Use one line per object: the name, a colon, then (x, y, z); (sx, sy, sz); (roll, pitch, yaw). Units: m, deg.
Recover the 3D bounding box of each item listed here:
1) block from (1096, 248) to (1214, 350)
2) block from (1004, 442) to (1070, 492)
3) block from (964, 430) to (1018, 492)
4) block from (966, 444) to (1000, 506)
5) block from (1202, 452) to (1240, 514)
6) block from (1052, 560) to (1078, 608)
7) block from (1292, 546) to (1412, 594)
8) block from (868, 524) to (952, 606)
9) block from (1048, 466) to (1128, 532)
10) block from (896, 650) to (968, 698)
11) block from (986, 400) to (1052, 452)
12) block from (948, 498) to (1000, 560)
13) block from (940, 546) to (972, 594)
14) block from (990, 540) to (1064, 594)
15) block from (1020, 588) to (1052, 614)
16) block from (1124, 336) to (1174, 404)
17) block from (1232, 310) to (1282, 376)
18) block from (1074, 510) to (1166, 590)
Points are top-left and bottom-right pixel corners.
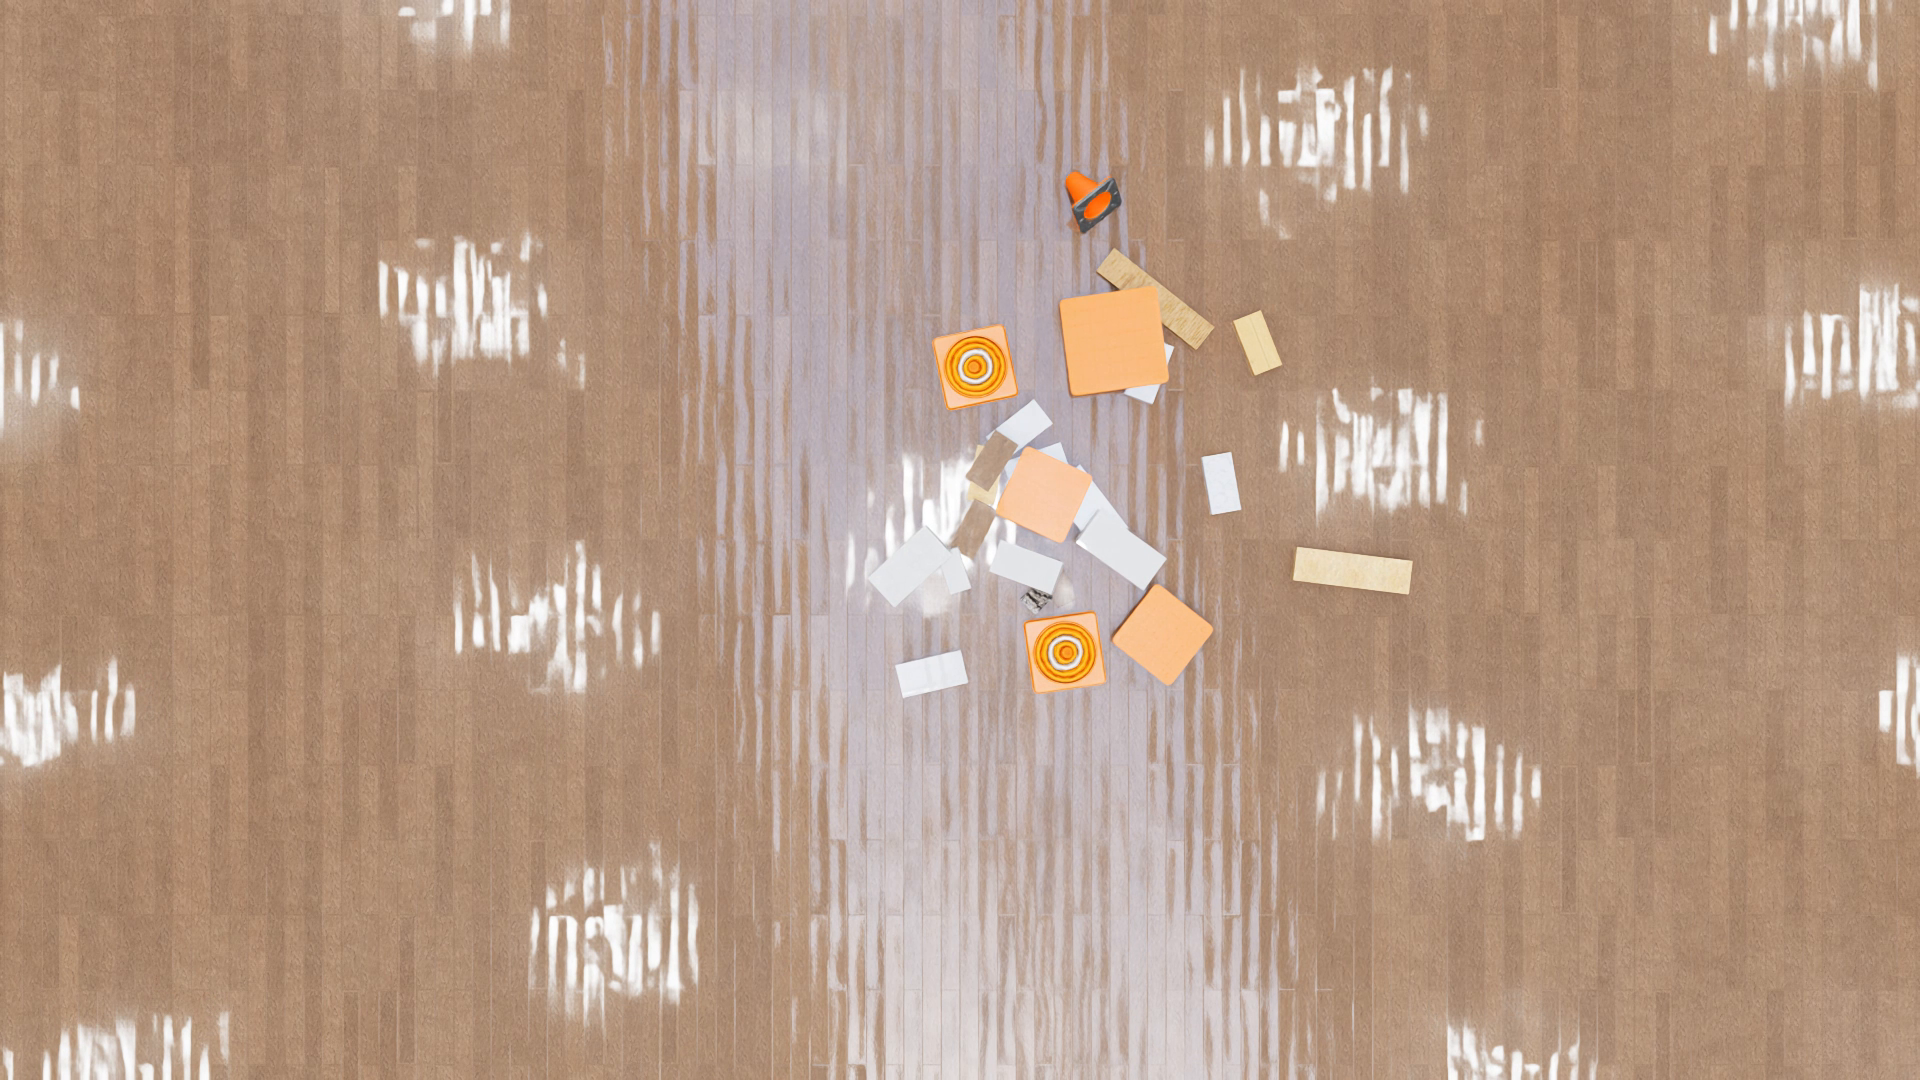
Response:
block: (0.648, -0.800, 5.486); (0.424, 0.027, 0.097); (38, 90, 0)
block: (0.255, -0.243, 5.486); (0.202, 0.029, 0.101); (-19, 90, 0)
block: (0.105, -0.261, 5.436); (0.093, 0.026, 0.185); (33, 99, -1)
block: (0.087, -0.216, 5.470); (0.093, 0.026, 0.185); (12, 99, 3)
block: (0.868, -0.188, 5.486); (0.097, 0.027, 0.194); (-10, 90, 0)
block: (0.327, 0.145, 5.461); (0.072, 0.020, 0.143); (-25, 80, 3)
block: (1.303, 0.102, 5.484); (0.385, 0.031, 0.111); (7, 90, 0)
block: (-0.164, 0.086, 5.459); (0.262, 0.037, 0.131); (-43, 90, 10)
block: (0.425, -0.106, 5.481); (0.131, 0.037, 0.262); (-37, 90, 0)
block: (-0.093, 0.444, 5.484); (0.221, 0.031, 0.111); (-13, 90, 0)
block: (0.197, -0.365, 5.486); (0.202, 0.029, 0.101); (-38, 90, 0)
block: (0.045, -0.036, 5.473); (0.093, 0.026, 0.185); (28, 99, 0)
block: (-0.018, 0.101, 5.475); (0.072, 0.020, 0.143); (-17, 98, 9)
block: (0.221, 0.090, 5.459); (0.221, 0.031, 0.111); (20, 90, 14)
block: (0.277, 0.174, 5.490); (0.143, 0.020, 0.072); (-44, 90, 0)
block: (0.628, -0.564, 5.486); (0.101, 0.029, 0.202); (21, 90, 0)
block: (0.988, -0.654, 5.486); (0.097, 0.027, 0.194); (-22, 90, 0)
block: (0.531, 0.032, 5.452); (0.280, 0.037, 0.131); (35, 93, -11)
